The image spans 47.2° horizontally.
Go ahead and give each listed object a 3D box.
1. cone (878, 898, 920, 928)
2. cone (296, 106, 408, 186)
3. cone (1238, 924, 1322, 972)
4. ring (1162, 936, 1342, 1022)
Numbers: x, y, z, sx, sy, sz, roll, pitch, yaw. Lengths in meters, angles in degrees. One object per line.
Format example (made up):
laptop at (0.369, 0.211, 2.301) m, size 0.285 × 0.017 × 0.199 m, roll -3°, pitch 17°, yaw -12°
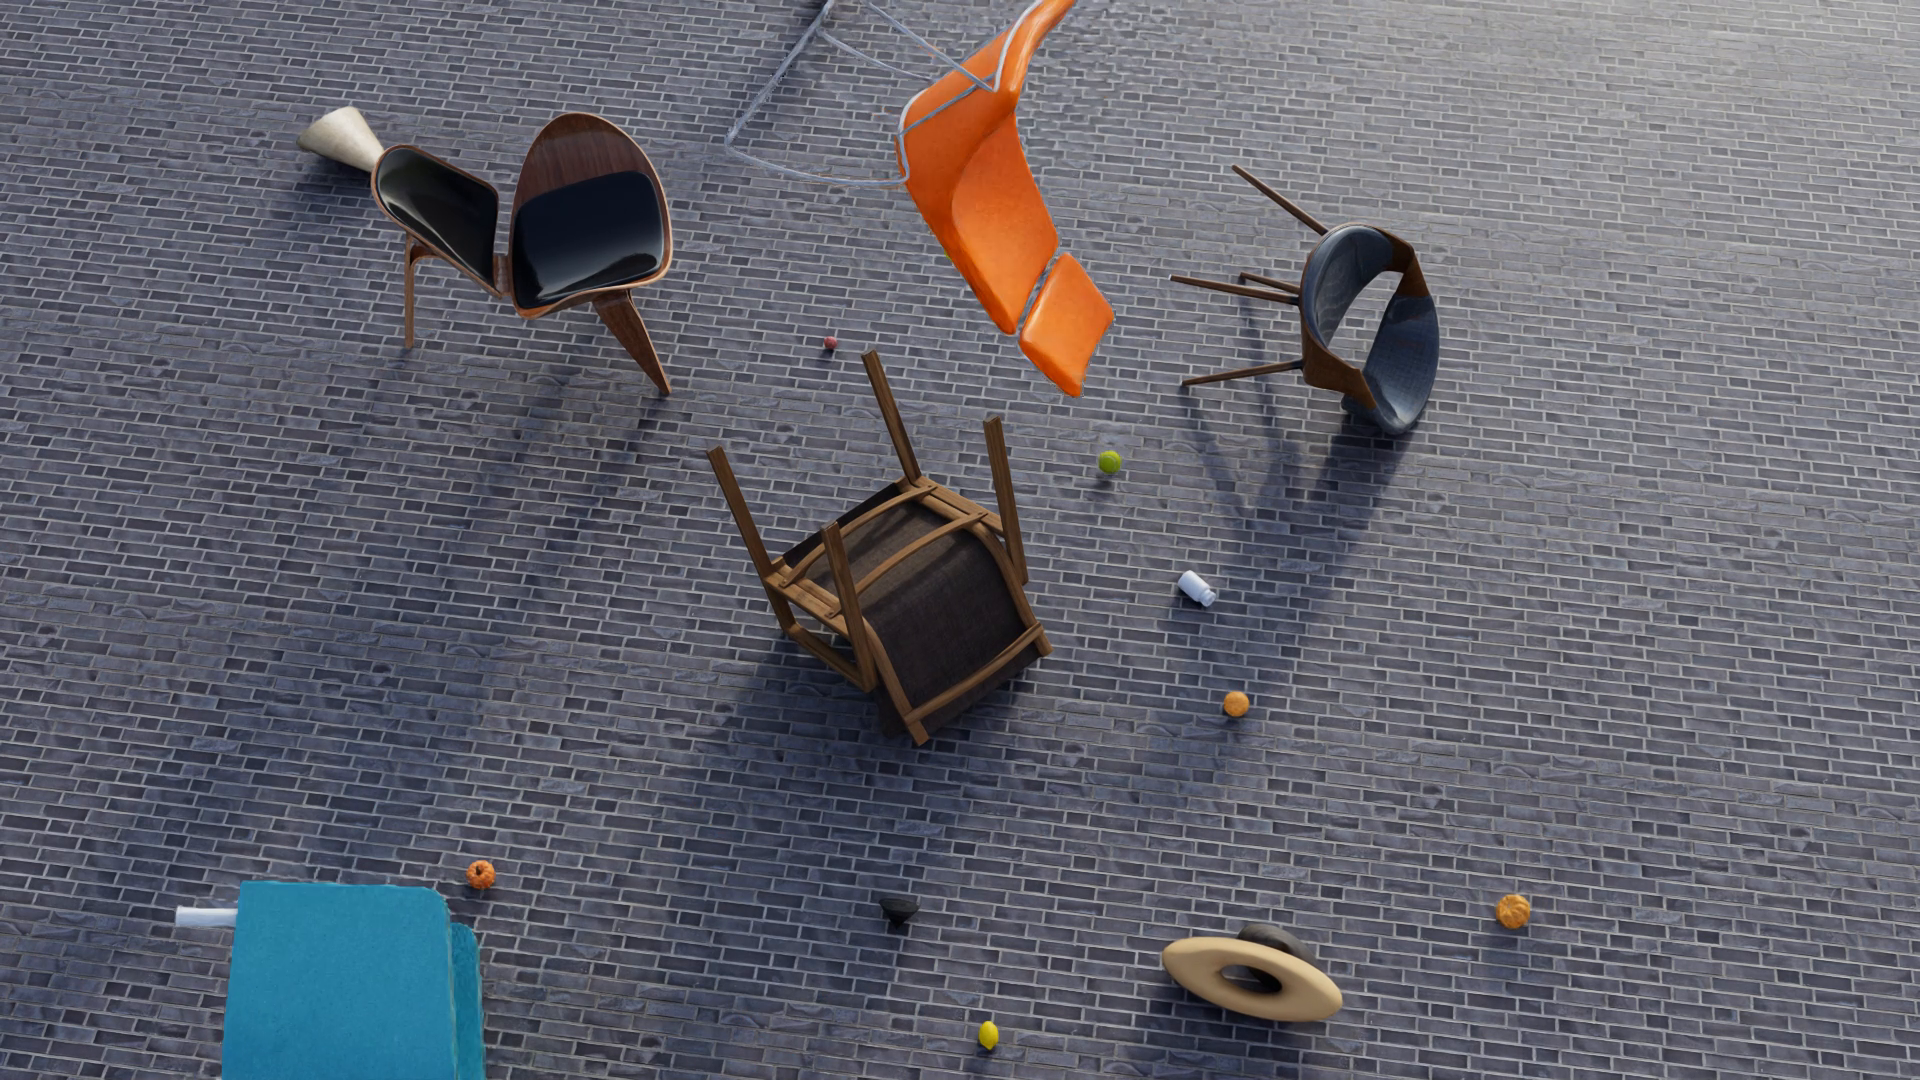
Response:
cone at (-0.167, 1.007, 5.872) m, size 0.107 × 0.067 × 0.119 m, roll 2°, pitch 8°, yaw -37°
cone at (-1.987, -1.287, 7.386) m, size 0.351 × 0.131 × 0.315 m, roll 36°, pitch 38°, yaw 6°
cone at (0.847, 1.082, 5.779) m, size 0.258 × 0.114 × 0.164 m, roll 37°, pitch 64°, yaw 22°
ring at (0.757, 1.141, 5.715) m, size 0.483 × 0.108 × 0.184 m, roll 13°, pitch 88°, yaw 15°
